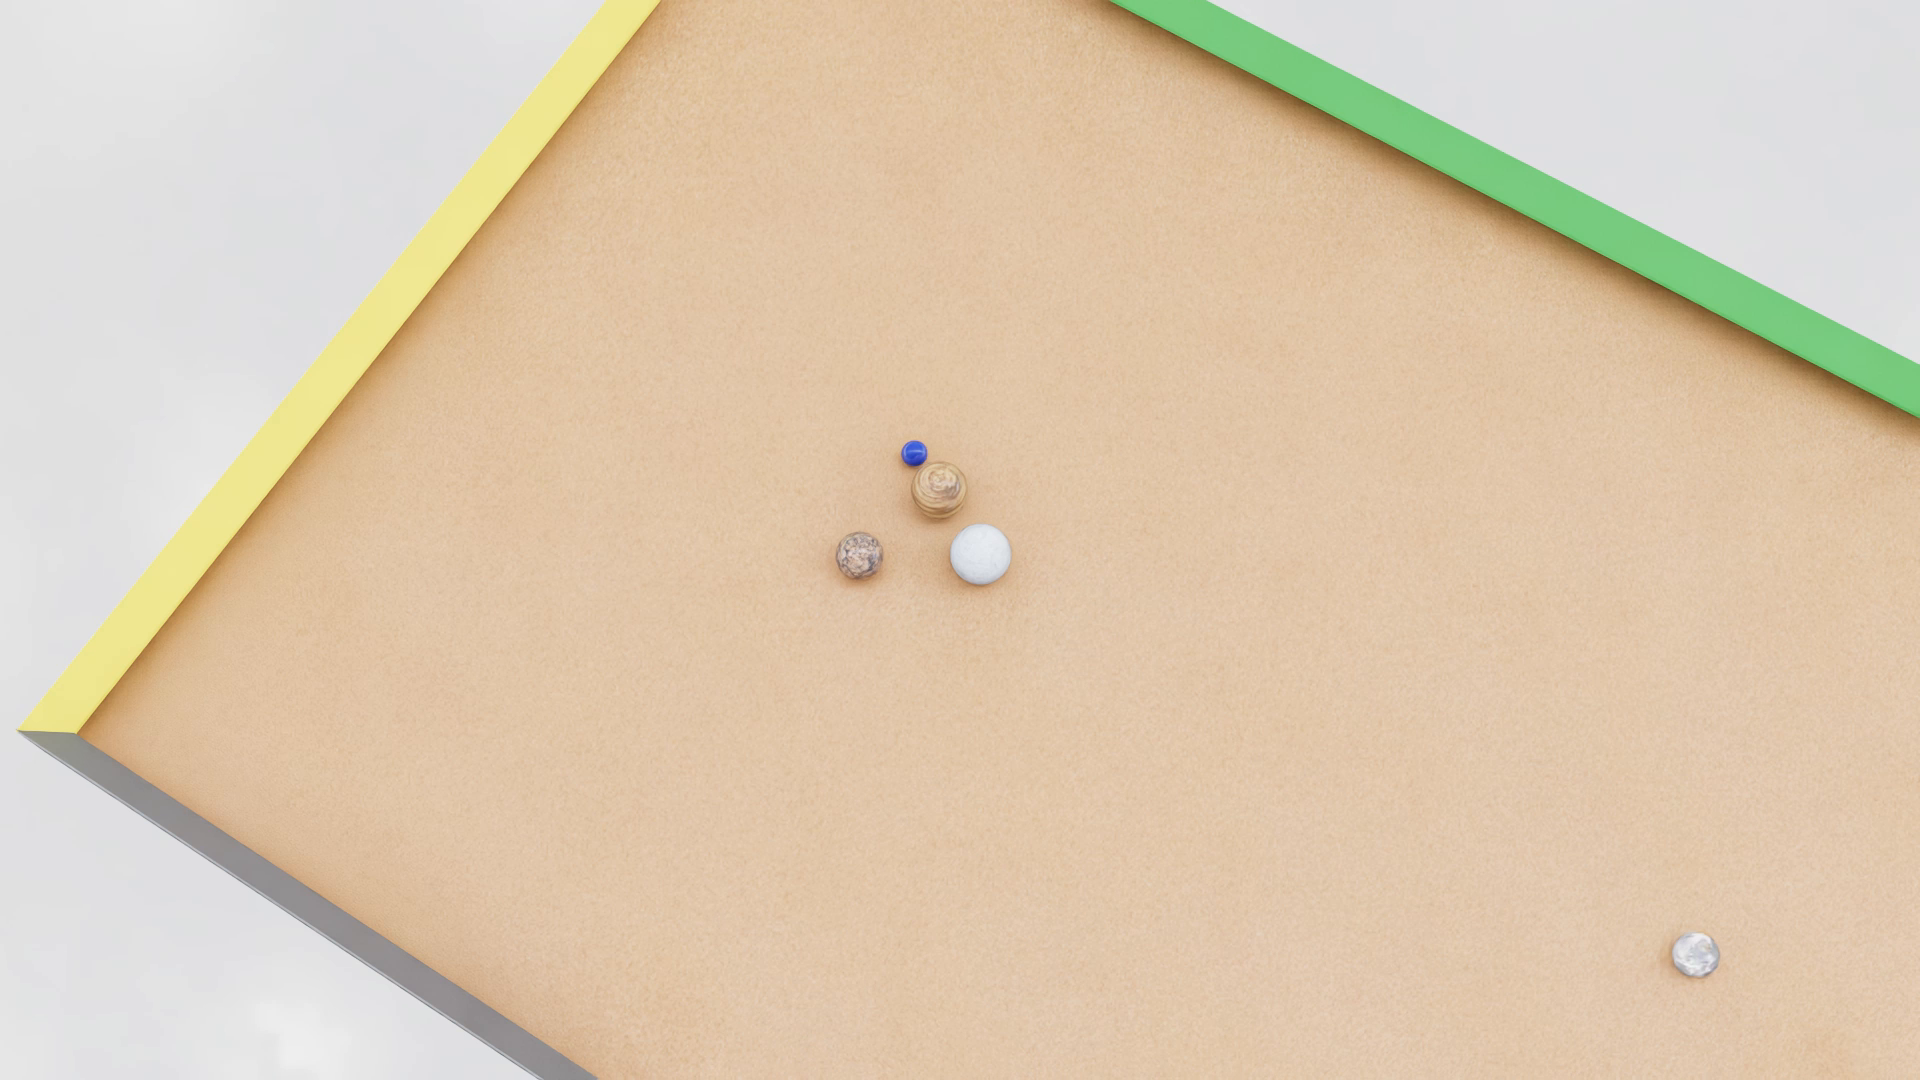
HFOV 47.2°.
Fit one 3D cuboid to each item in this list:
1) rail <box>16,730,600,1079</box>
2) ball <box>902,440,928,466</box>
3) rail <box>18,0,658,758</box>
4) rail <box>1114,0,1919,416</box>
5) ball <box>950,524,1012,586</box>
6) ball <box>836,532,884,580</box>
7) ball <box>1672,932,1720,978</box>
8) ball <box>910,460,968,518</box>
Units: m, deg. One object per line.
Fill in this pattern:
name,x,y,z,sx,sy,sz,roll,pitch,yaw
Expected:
rail,0.329,1.283,2.939,4.048,0.126,0.045,30,72,11
ball,-0.073,-0.139,3.541,0.043,0.043,0.043,0,69,0
rail,-0.839,-0.495,3.634,0.045,0.126,2.056,30,72,11
rail,1.390,-0.306,3.560,4.048,0.126,0.045,30,72,11
ball,0.033,0.022,3.449,0.097,0.097,0.097,0,69,0
ball,-0.158,0.025,3.459,0.077,0.077,0.077,0,69,0
ball,1.083,0.611,3.235,0.067,0.067,0.067,0,69,0
ball,-0.033,-0.080,3.491,0.092,0.092,0.092,0,69,0
